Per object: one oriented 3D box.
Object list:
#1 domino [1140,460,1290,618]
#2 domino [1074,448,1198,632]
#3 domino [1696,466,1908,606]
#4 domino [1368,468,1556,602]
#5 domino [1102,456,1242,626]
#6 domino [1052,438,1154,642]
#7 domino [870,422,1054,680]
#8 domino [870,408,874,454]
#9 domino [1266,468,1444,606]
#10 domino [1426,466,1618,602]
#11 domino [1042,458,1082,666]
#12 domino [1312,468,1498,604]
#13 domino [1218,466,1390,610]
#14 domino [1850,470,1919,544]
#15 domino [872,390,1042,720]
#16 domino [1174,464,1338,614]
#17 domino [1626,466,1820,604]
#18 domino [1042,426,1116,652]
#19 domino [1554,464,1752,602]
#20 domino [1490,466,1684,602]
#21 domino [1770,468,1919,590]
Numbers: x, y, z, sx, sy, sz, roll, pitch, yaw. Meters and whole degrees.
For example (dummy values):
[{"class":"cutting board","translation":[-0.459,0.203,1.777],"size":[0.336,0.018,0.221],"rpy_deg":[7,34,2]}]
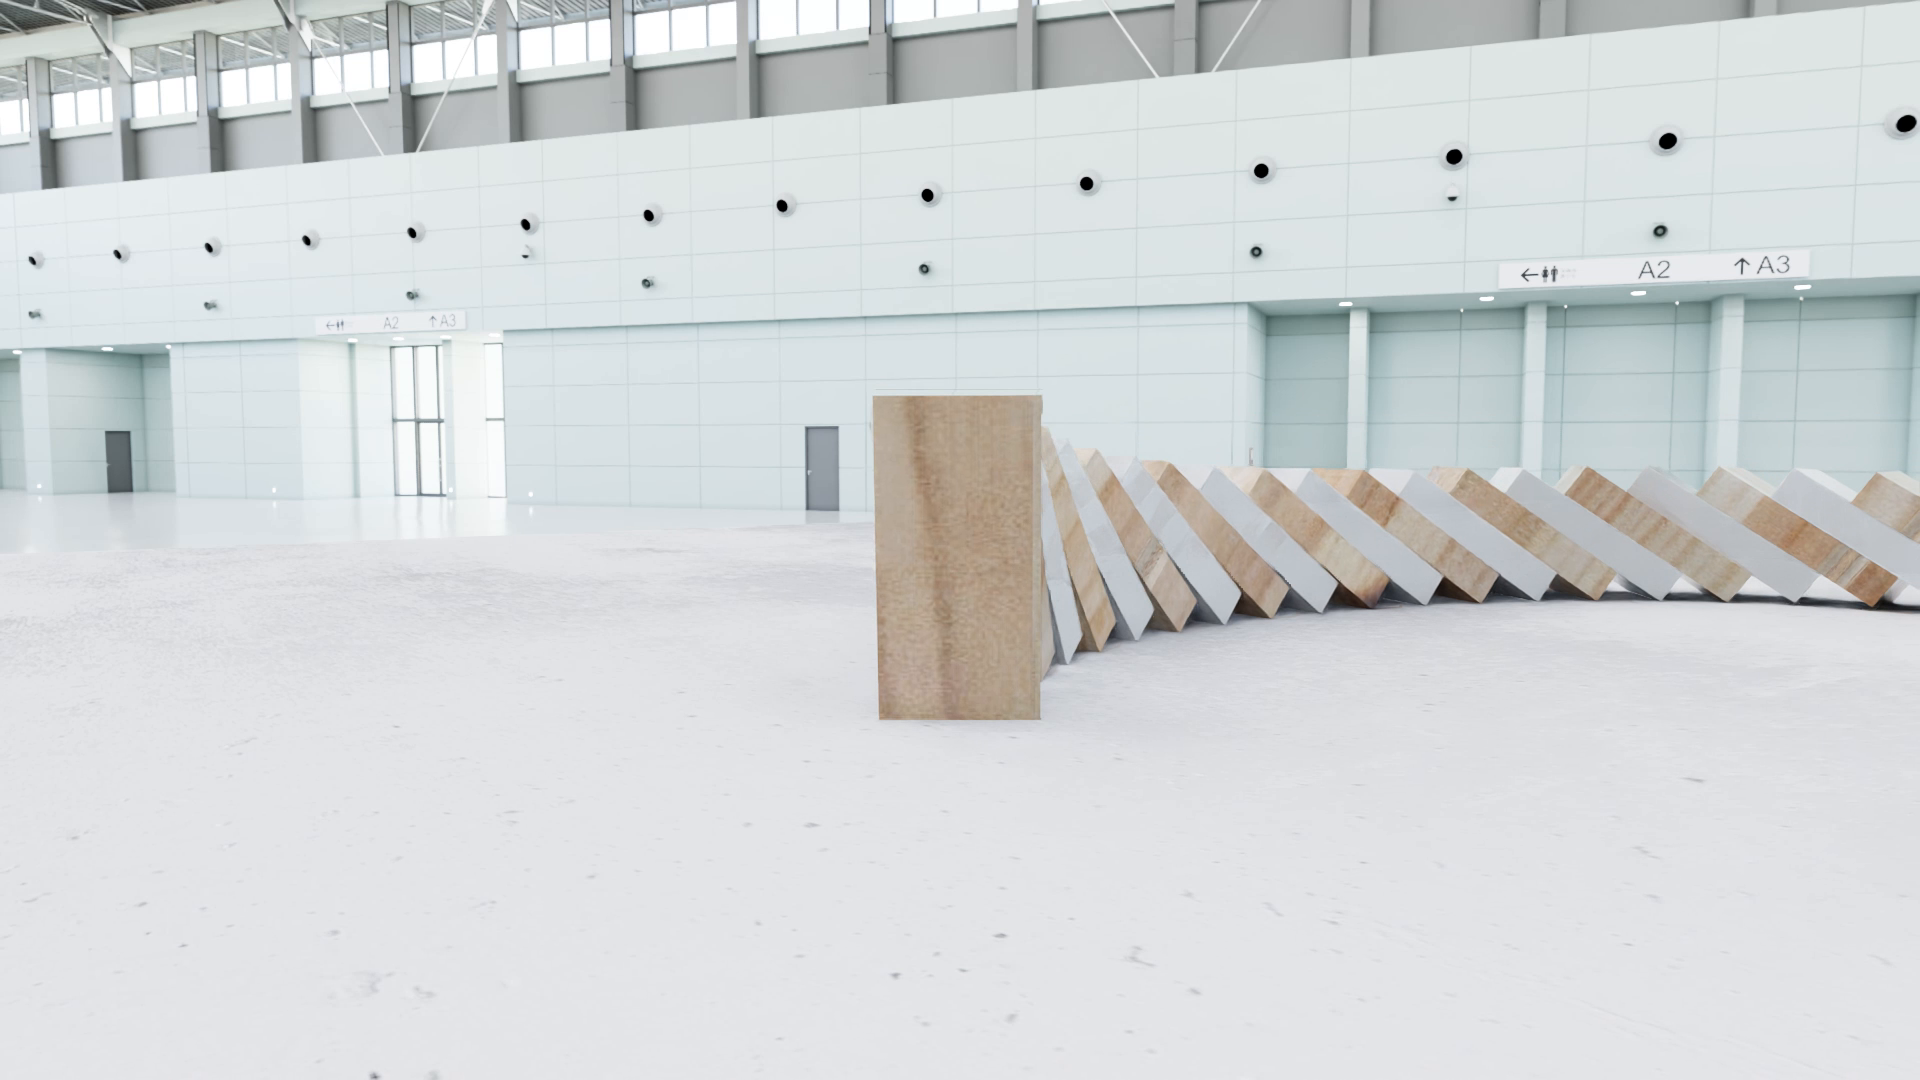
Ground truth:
[{"class":"domino","translation":[0.055,0.000,0.312],"size":[0.050,0.009,0.025],"rpy_deg":[42,-18,-27]},{"class":"domino","translation":[0.030,0.000,0.286],"size":[0.025,0.010,0.050],"rpy_deg":[4,-38,46]},{"class":"domino","translation":[0.229,-0.002,0.347],"size":[0.025,0.009,0.050],"rpy_deg":[-1,37,-44]},{"class":"domino","translation":[0.136,-0.002,0.354],"size":[0.050,0.010,0.025],"rpy_deg":[33,-1,-9]},{"class":"domino","translation":[0.042,0.000,0.299],"size":[0.025,0.010,0.050],"rpy_deg":[5,-34,50]},{"class":"domino","translation":[0.020,0.000,0.272],"size":[0.025,0.050,0.010],"rpy_deg":[4,47,40]},{"class":"domino","translation":[0.001,0.001,0.228],"size":[0.025,0.050,0.010],"rpy_deg":[2,28,19]},{"class":"domino","translation":[0.000,0.001,0.212],"size":[0.025,0.050,0.010],"rpy_deg":[1,21,7]},{"class":"domino","translation":[0.101,-0.001,0.342],"size":[0.050,0.010,0.025],"rpy_deg":[35,-7,-17]},{"class":"domino","translation":[0.154,-0.002,0.358],"size":[0.050,0.009,0.025],"rpy_deg":[34,4,-2]},{"class":"domino","translation":[0.006,0.000,0.243],"size":[0.025,0.050,0.009],"rpy_deg":[2,35,26]},{"class":"domino","translation":[0.118,-0.001,0.348],"size":[0.050,0.009,0.025],"rpy_deg":[34,-5,-14]},{"class":"domino","translation":[0.085,-0.001,0.332],"size":[0.050,0.010,0.025],"rpy_deg":[37,-11,-23]},{"class":"domino","translation":[0.252,0.001,0.319],"size":[0.025,0.009,0.050],"rpy_deg":[-4,39,-43]},{"class":"domino","translation":[0.000,0.002,0.198],"size":[0.025,0.050,0.010],"rpy_deg":[0,12,3]},{"class":"domino","translation":[0.069,0.000,0.323],"size":[0.050,0.009,0.025],"rpy_deg":[39,-14,-25]},{"class":"domino","translation":[0.213,-0.002,0.357],"size":[0.050,0.009,0.025],"rpy_deg":[42,25,27]},{"class":"domino","translation":[0.012,0.000,0.257],"size":[0.025,0.050,0.010],"rpy_deg":[3,42,33]},{"class":"domino","translation":[0.192,-0.003,0.359],"size":[0.050,0.010,0.025],"rpy_deg":[37,13,11]},{"class":"domino","translation":[0.173,-0.002,0.360],"size":[0.050,0.009,0.025],"rpy_deg":[35,9,6]},{"class":"domino","translation":[0.241,-0.001,0.334],"size":[0.025,0.010,0.050],"rpy_deg":[-2,37,-44]}]
